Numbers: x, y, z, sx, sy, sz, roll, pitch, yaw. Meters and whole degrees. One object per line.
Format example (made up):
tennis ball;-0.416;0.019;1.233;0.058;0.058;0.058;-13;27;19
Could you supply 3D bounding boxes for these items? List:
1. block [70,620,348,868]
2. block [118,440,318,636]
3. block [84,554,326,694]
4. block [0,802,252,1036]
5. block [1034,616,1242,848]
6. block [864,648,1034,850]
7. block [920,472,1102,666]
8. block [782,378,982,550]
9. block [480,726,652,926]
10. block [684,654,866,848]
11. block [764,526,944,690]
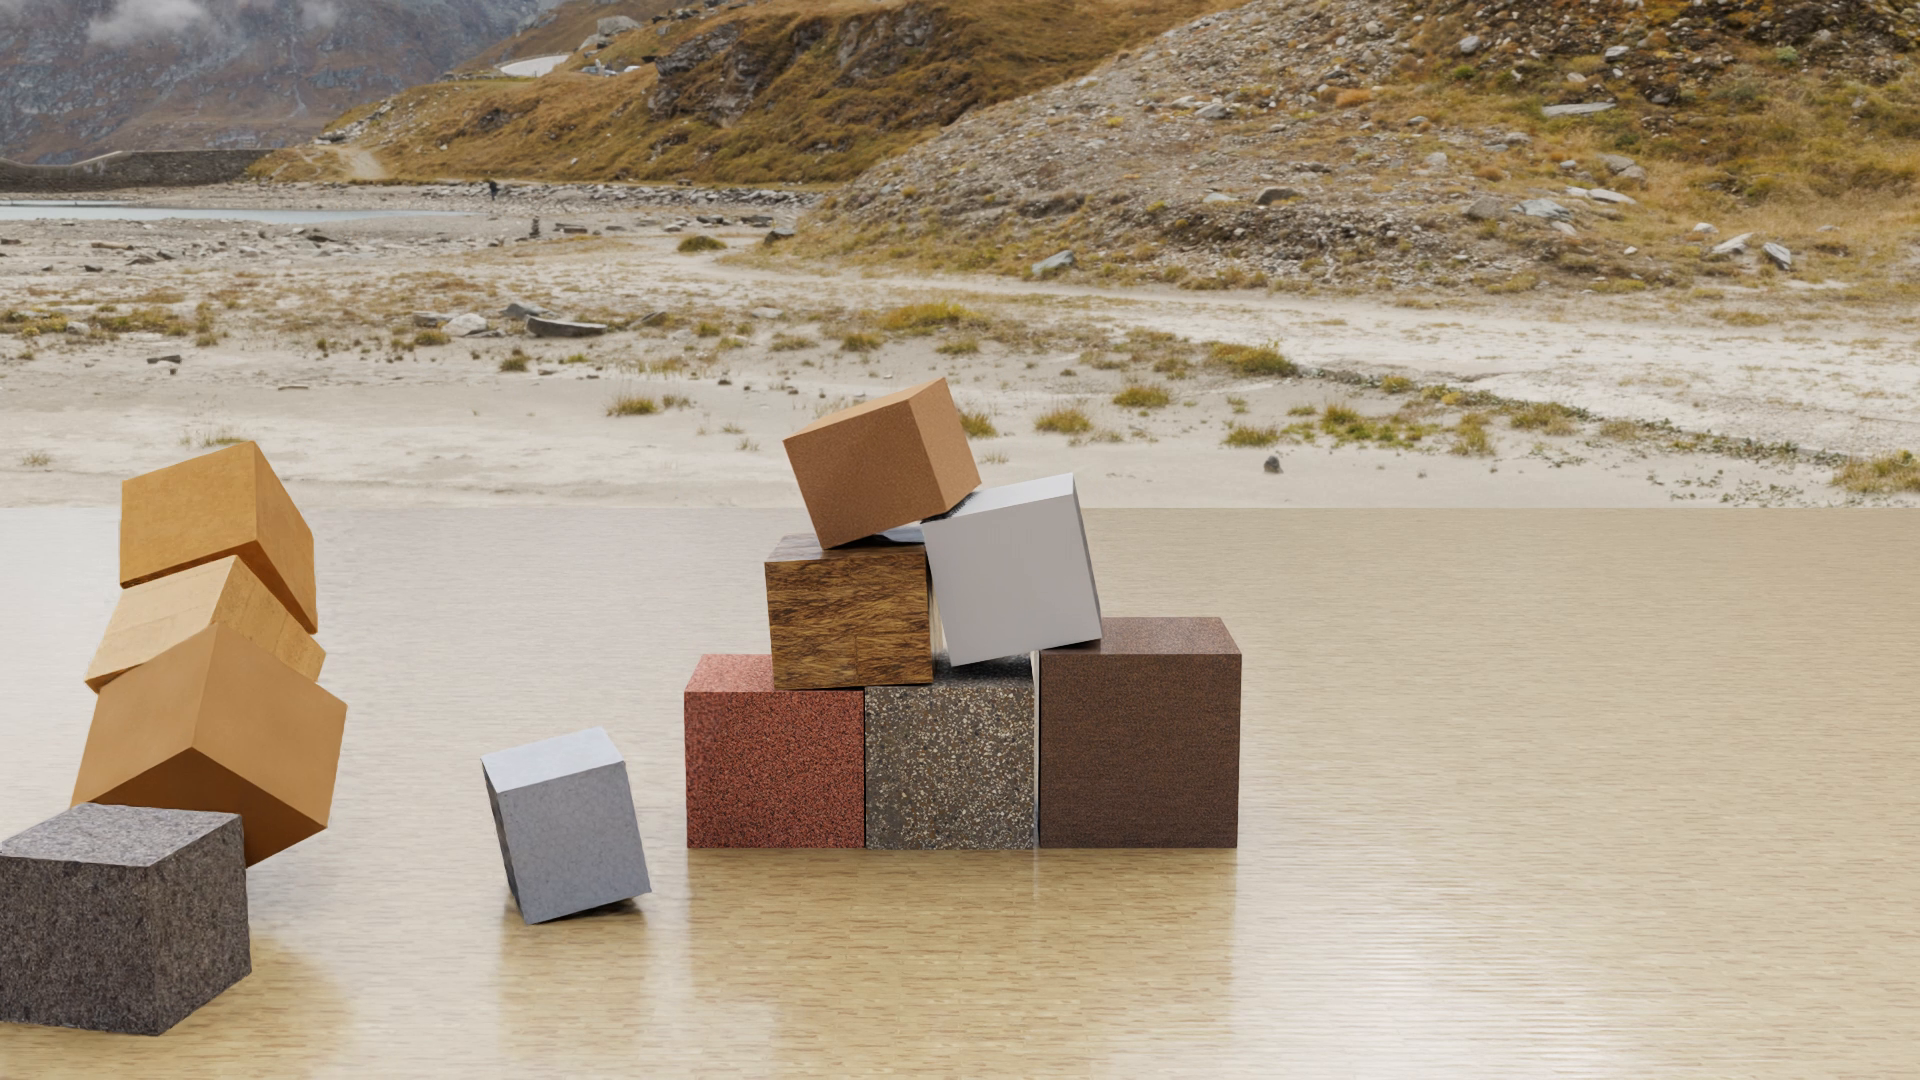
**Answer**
block;-3.493;1.013;10.278;0.804;0.803;0.719;-26;44;23
block;-3.884;0.091;11.547;0.720;0.756;0.757;-18;47;-1
block;-3.728;0.629;10.911;0.692;0.764;0.613;-16;41;18
block;-3.473;1.549;9.081;0.755;0.703;0.703;2;11;12
block;0.895;0.979;11.382;0.991;1.001;0.862;0;10;-1
block;-0.051;1.064;11.376;0.839;0.836;0.862;0;10;0
block;0.273;0.141;11.225;0.766;0.743;0.656;-11;10;5
block;-0.386;-0.398;11.222;0.695;0.587;0.693;-17;8;18
block;-1.844;1.320;10.257;0.585;0.645;0.631;-13;14;-16
block;-0.925;1.078;11.374;0.890;0.809;0.808;0;10;0
block;-0.527;0.335;11.247;0.792;0.649;0.806;-3;10;4
